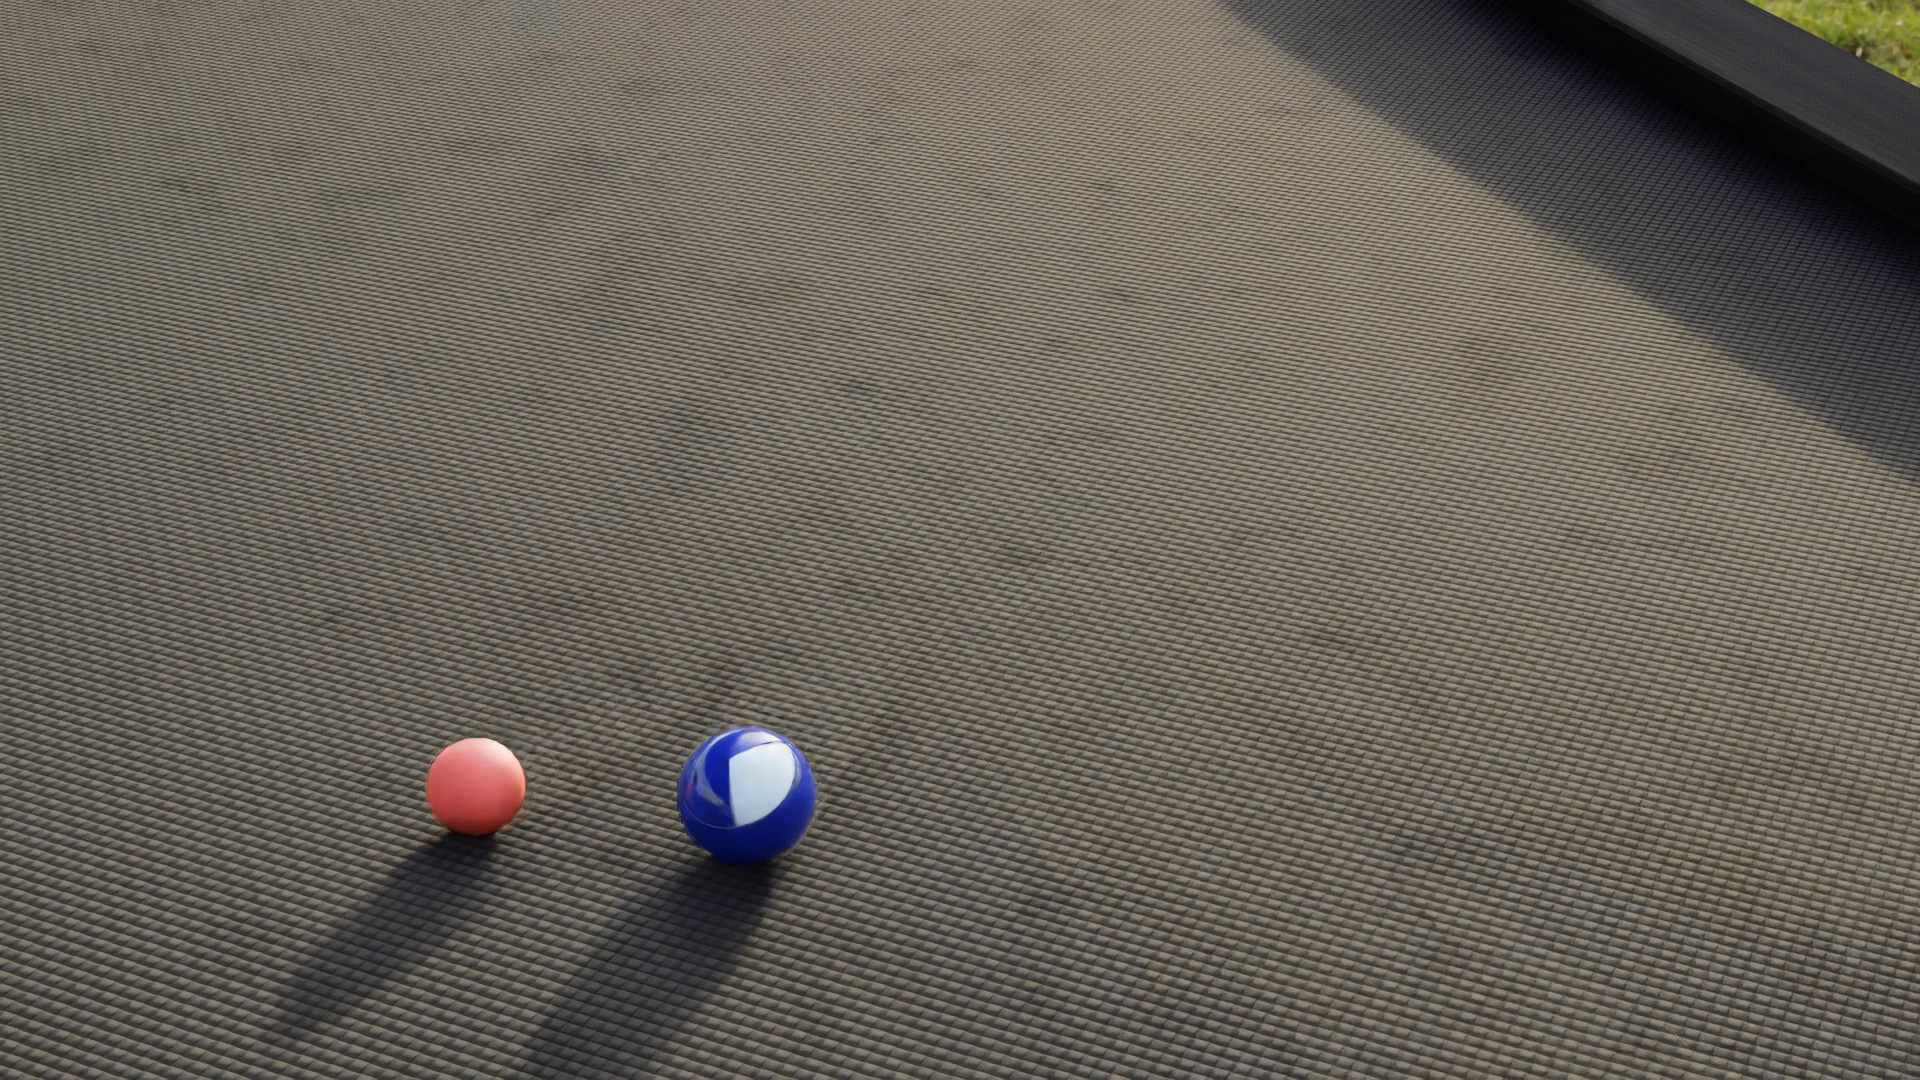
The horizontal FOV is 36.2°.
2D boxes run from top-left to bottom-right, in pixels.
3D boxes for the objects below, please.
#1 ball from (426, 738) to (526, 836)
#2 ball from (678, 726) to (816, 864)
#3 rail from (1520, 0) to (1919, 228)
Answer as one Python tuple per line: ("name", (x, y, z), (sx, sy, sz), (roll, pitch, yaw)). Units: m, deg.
("ball", (-0.270, 0.137, 1.639), (0.055, 0.055, 0.055), (0, 27, 0))
("ball", (-0.116, 0.140, 1.612), (0.076, 0.076, 0.076), (0, 27, 0))
("rail", (0.593, -0.553, 2.900), (0.045, 0.114, 3.559), (-9, 29, -17))
